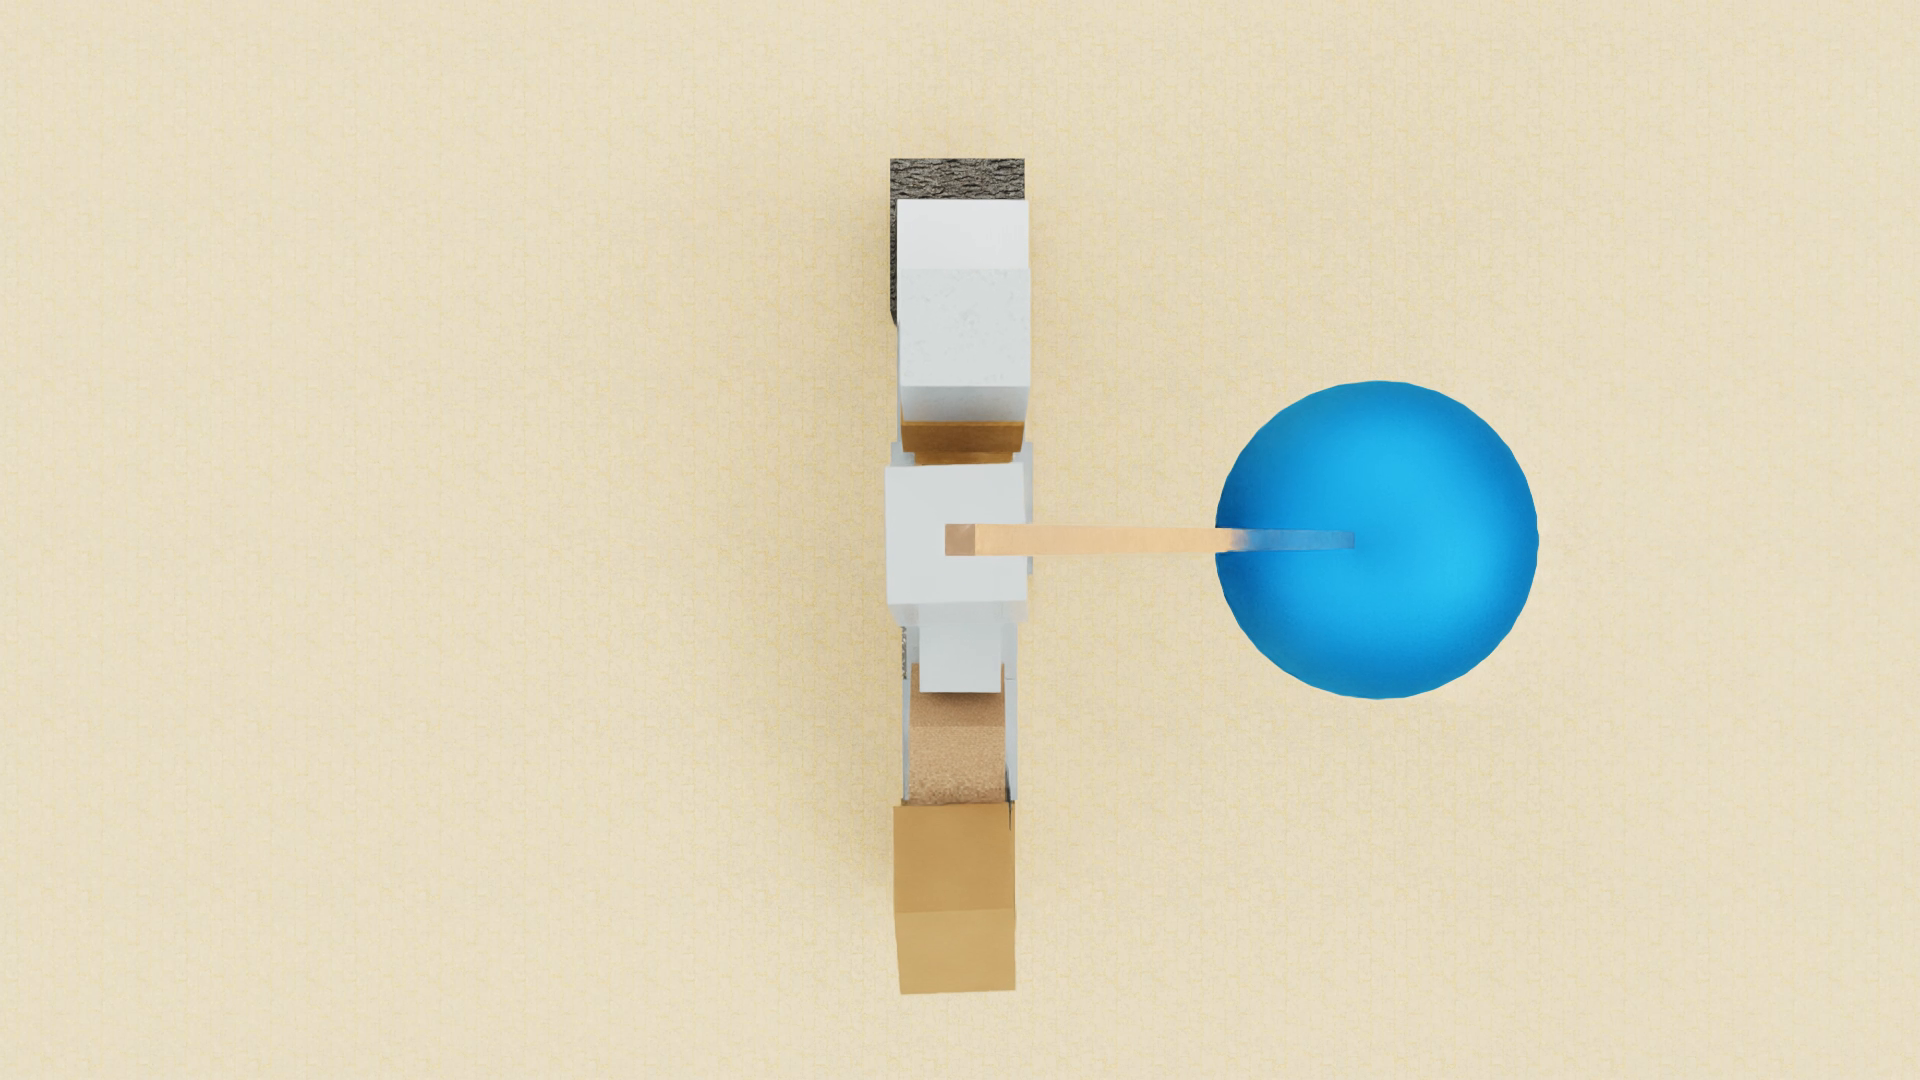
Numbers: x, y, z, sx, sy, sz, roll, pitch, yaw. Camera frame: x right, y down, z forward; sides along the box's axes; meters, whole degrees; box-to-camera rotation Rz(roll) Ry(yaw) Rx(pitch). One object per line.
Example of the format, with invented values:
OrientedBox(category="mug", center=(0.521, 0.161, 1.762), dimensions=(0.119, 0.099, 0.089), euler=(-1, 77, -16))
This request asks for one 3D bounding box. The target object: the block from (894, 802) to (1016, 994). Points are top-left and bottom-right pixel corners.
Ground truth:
OrientedBox(category="block", center=(-0.028, 1.826, 11.204), dimensions=(0.589, 0.677, 0.665), euler=(-2, 133, 0))

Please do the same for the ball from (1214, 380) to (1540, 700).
OrientedBox(category="ball", center=(2.074, 0.000, 11.009), dimensions=(1.600, 1.600, 1.600), euler=(0, 90, 0))

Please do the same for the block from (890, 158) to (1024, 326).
OrientedBox(category="block", center=(-0.014, -1.681, 12.551), dimensions=(0.742, 0.898, 0.839), euler=(0, 90, 0))

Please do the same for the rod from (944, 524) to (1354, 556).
OrientedBox(category="rod", center=(0.899, 0.000, 7.819), dimensions=(0.080, 5.200, 0.080), euler=(0, 90, 20))

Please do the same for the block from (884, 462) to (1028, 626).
OrientedBox(category="block", center=(-0.007, 0.032, 10.735), dimensions=(0.658, 0.698, 0.661), euler=(-2, 79, 2))

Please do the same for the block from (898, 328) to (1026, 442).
OrientedBox(category="block", center=(0.007, -0.904, 12.665), dimensions=(0.716, 0.669, 0.696), euler=(0, 90, 0))

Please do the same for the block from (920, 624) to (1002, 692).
OrientedBox(category="block", center=(0.000, 0.508, 11.342), dimensions=(0.410, 0.501, 0.404), euler=(0, 107, 0))

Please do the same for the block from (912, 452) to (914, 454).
OrientedBox(category="block", center=(-0.010, -0.805, 11.962), dimensions=(0.515, 0.596, 0.550), euler=(0, 79, 0))

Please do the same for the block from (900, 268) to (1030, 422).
OrientedBox(category="block", center=(0.023, -0.937, 10.704), dimensions=(0.611, 0.714, 0.573), euler=(0, 80, 0))

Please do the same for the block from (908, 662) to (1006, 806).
OrientedBox(category="block", center=(-0.013, 1.032, 11.481), dimensions=(0.489, 0.564, 0.555), euler=(0, 121, 0))

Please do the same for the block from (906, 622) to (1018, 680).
OrientedBox(category="block", center=(0.009, 0.377, 11.918), dimensions=(0.585, 0.677, 0.552), euler=(0, 107, 0))

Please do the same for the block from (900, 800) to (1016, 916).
OrientedBox(category="block", center=(-0.010, 1.784, 12.627), dimensions=(0.637, 0.746, 0.633), euler=(0, 90, 0))

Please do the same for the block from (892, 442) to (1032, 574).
OrientedBox(category="block", center=(0.011, -0.176, 12.608), dimensions=(0.789, 0.783, 0.740), euler=(0, 90, 0))

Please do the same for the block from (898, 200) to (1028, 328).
OrientedBox(category="block", center=(0.015, -1.464, 11.815), dimensions=(0.686, 0.575, 0.640), euler=(0, 90, 0))

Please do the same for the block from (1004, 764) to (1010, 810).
OrientedBox(category="block", center=(0.001, 1.556, 11.934), dimensions=(0.528, 0.576, 0.562), euler=(0, 97, 0))

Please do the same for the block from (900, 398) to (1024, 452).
OrientedBox(category="block", center=(0.011, -0.841, 11.357), dimensions=(0.622, 0.605, 0.657), euler=(0, 80, 0))

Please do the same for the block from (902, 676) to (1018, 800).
OrientedBox(category="block", center=(0.000, 1.119, 12.660), dimensions=(0.644, 0.680, 0.677), euler=(0, 90, 0))

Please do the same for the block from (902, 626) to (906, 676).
OrientedBox(category="block", center=(-0.007, 0.487, 12.730), dimensions=(0.642, 0.540, 0.567), euler=(0, 90, 0))

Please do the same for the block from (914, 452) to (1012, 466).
OrientedBox(category="block", center=(0.020, -0.232, 11.922), dimensions=(0.516, 0.589, 0.492), euler=(0, 90, 0))
